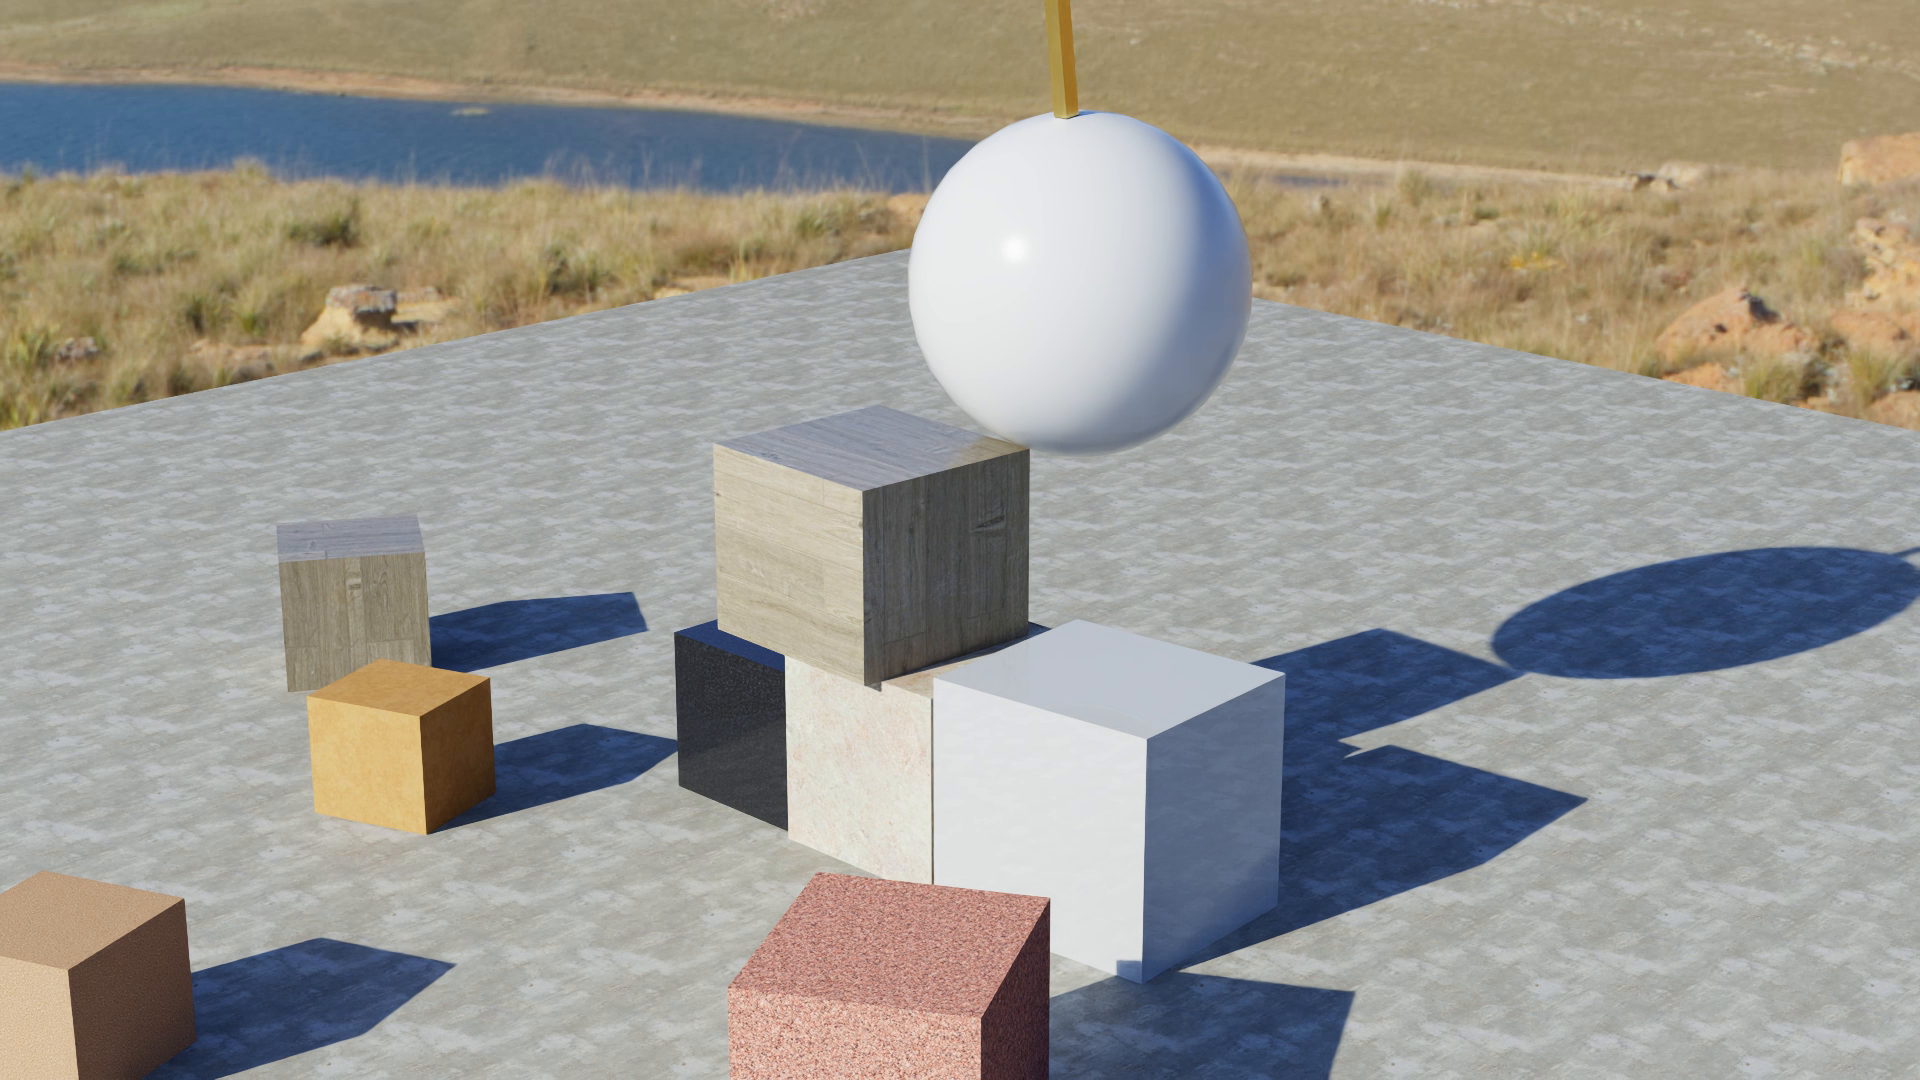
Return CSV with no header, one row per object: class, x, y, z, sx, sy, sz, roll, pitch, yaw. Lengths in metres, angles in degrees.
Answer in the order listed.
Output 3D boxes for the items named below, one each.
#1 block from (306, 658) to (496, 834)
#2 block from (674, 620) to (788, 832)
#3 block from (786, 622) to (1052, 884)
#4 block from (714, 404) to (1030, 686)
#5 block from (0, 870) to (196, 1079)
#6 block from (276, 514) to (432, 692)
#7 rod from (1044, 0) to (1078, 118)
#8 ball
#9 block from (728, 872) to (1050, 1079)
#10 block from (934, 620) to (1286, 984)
block,-2.696,0.992,14.188,0.647,0.600,0.587,8,19,24
block,-0.760,0.825,14.382,0.919,0.803,0.860,-17,24,-42
block,-0.093,0.942,13.751,0.963,0.957,1.068,17,24,42
block,-0.410,-0.001,13.638,1.016,0.908,1.055,-15,23,-40
block,-3.556,1.786,11.610,0.703,0.630,0.711,7,19,22
block,-3.320,0.336,16.055,0.767,0.732,0.722,-4,18,-13
rod,0.240,-4.305,12.240,0.080,5.200,0.080,17,31,42
ball,0.554,-1.183,13.551,1.600,1.600,1.600,0,17,0
block,-0.240,1.889,10.863,0.926,0.882,1.041,5,18,14
block,0.654,1.119,12.939,1.146,1.107,1.025,14,22,38
